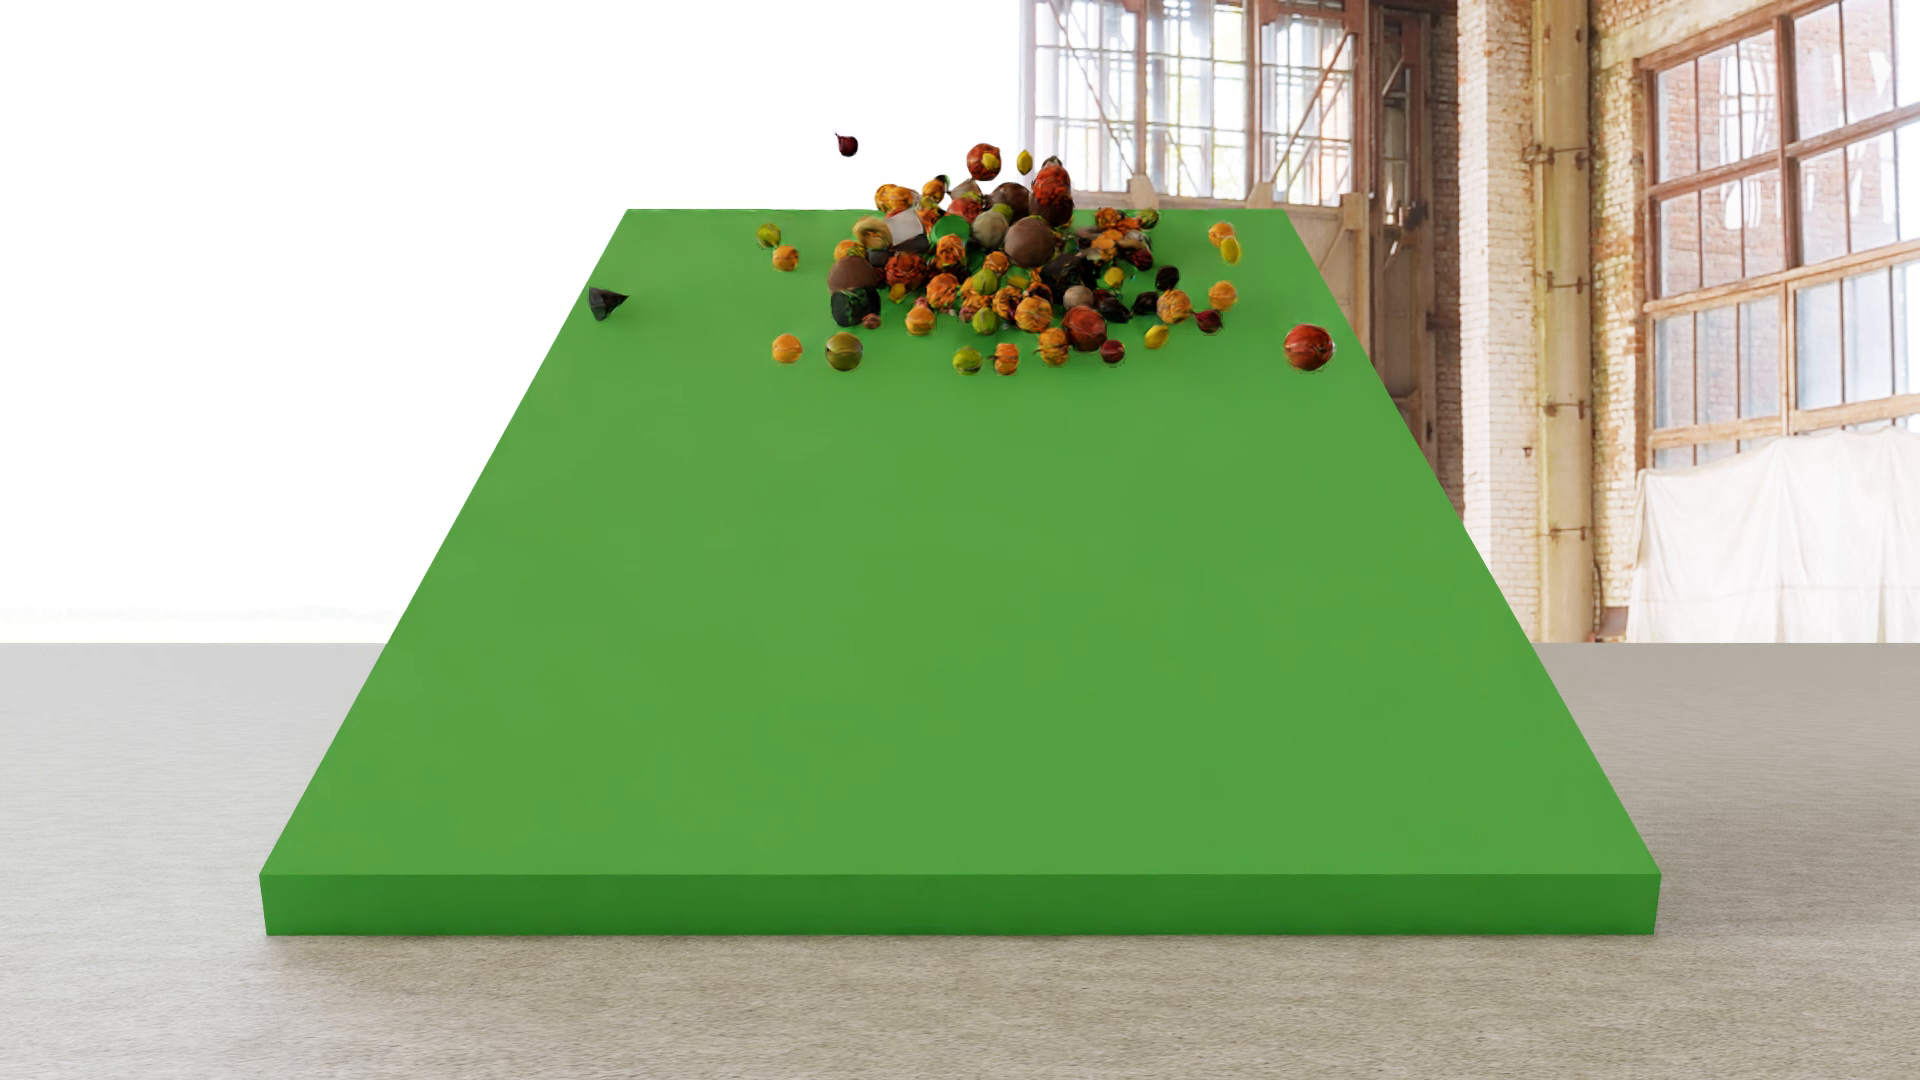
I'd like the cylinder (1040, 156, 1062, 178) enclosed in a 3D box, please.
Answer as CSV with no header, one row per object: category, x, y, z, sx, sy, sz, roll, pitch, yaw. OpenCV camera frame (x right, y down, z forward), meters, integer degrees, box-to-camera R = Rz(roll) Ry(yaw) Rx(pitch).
cylinder,0.255,-1.036,6.374,0.053,0.053,0.053,-1,19,14

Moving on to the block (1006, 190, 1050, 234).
block,0.200,-0.959,6.693,0.081,0.081,0.081,18,-16,34

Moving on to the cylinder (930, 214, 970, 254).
cylinder,-0.029,-0.836,6.273,0.095,0.095,0.095,0,-1,-10

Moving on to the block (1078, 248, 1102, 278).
block,0.353,-0.753,6.247,0.061,0.061,0.061,-1,34,-2

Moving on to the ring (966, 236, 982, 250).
ring,0.063,-0.844,6.480,0.098,0.033,0.098,-6,-3,0

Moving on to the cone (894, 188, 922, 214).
cone,-0.133,-0.990,6.760,0.096,0.096,0.096,1,9,-24

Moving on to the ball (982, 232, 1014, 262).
ball,0.106,-0.823,6.395,0.092,0.092,0.092,0,-2,0

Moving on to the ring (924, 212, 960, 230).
ring,-0.048,-0.911,6.568,0.109,0.036,0.109,-10,-7,-1

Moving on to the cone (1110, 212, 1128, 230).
cone,0.454,-0.945,6.719,0.057,0.057,0.057,-1,-16,31

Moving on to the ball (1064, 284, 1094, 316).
ball,0.305,-0.615,5.891,0.081,0.081,0.081,0,-2,0

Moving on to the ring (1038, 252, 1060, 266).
ring,0.255,-0.782,6.378,0.080,0.027,0.080,-3,23,1

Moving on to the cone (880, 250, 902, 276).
cone,-0.193,-0.767,6.287,0.068,0.068,0.068,0,22,0

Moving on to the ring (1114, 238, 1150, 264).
ring,0.474,-0.800,6.346,0.102,0.034,0.102,10,-22,4

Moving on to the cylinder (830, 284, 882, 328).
cylinder,-0.263,-0.593,5.816,0.094,0.094,0.094,-15,7,-34

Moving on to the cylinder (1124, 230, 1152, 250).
cylinder,0.502,-0.837,6.473,0.062,0.062,0.062,1,20,-23

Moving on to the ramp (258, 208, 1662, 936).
ramp,-0.006,-0.220,5.145,2.000,0.100,4.000,0,22,0

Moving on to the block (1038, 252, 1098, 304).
block,0.281,-0.678,5.975,0.094,0.094,0.094,-43,36,-26

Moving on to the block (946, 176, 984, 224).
block,0.029,-1.003,6.769,0.090,0.090,0.090,-33,-9,6

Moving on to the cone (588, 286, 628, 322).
cone,-0.885,-0.611,5.849,0.092,0.092,0.092,-19,7,-29

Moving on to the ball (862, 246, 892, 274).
ball,-0.224,-0.757,6.158,0.082,0.082,0.082,0,-2,0

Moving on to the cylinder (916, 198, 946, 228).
cylinder,-0.082,-0.925,6.491,0.064,0.064,0.064,2,36,-44

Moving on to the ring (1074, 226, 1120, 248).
ring,0.393,-0.868,6.573,0.132,0.044,0.132,1,23,-1

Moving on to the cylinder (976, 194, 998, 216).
cylinder,0.078,-0.964,6.672,0.066,0.066,0.066,0,37,-2

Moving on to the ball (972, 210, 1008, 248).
ball,0.083,-0.850,6.264,0.100,0.100,0.100,0,-2,0

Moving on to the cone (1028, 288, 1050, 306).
cone,0.216,-0.623,5.988,0.054,0.054,0.054,34,4,10

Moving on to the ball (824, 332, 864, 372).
ball,-0.275,-0.448,5.454,0.094,0.094,0.094,0,-2,0

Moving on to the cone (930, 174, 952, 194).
cone,-0.044,-1.048,6.843,0.066,0.066,0.066,1,32,-26

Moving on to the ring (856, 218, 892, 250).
ring,-0.229,-0.809,6.072,0.101,0.034,0.101,9,-38,8

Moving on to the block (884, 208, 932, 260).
block,-0.138,-0.817,6.127,0.087,0.087,0.087,-23,-26,7
